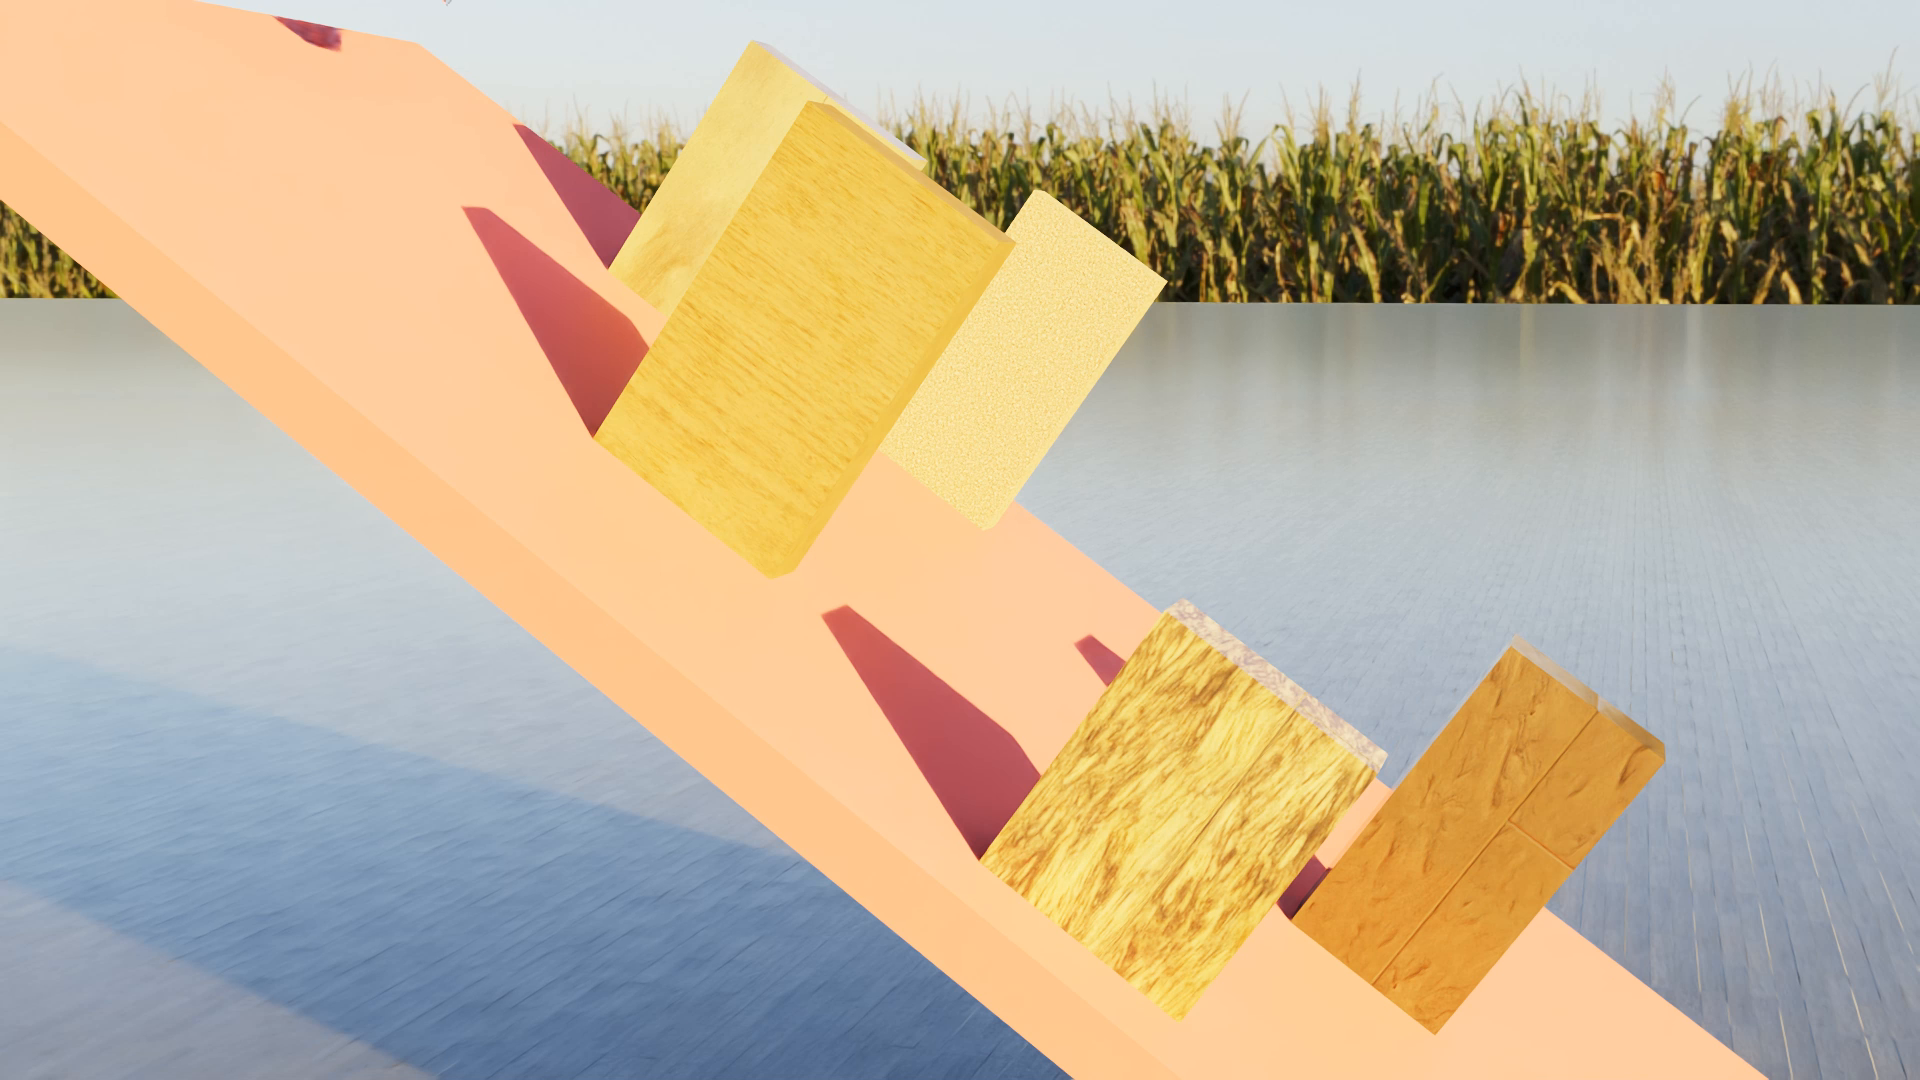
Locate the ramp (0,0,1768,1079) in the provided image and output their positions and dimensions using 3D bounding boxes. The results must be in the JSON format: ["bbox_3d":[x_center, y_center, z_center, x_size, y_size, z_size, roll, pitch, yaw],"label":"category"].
[{"bbox_3d":[-0.083,0.152,4.078,4.000,0.100,2.000,38,16,10],"label":"ramp"}]

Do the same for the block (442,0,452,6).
[{"bbox_3d":[-1.042,-1.209,4.410,0.167,0.167,0.167,43,-5,-6],"label":"block"}]

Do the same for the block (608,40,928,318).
[{"bbox_3d":[-0.405,-0.673,4.581,0.424,0.576,0.102,38,16,10],"label":"block"}]

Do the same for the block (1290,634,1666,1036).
[{"bbox_3d":[0.870,0.496,3.714,0.303,0.607,0.139,38,16,10],"label":"block"}]

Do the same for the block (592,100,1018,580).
[{"bbox_3d":[-0.264,-0.327,3.653,0.394,0.681,0.108,38,16,10],"label":"block"}]

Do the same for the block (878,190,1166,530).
[{"bbox_3d":[0.114,-0.377,4.655,0.326,0.646,0.083,38,16,10],"label":"block"}]

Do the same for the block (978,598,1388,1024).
[{"bbox_3d":[0.318,0.385,3.156,0.366,0.467,0.130,38,16,10],"label":"block"}]
